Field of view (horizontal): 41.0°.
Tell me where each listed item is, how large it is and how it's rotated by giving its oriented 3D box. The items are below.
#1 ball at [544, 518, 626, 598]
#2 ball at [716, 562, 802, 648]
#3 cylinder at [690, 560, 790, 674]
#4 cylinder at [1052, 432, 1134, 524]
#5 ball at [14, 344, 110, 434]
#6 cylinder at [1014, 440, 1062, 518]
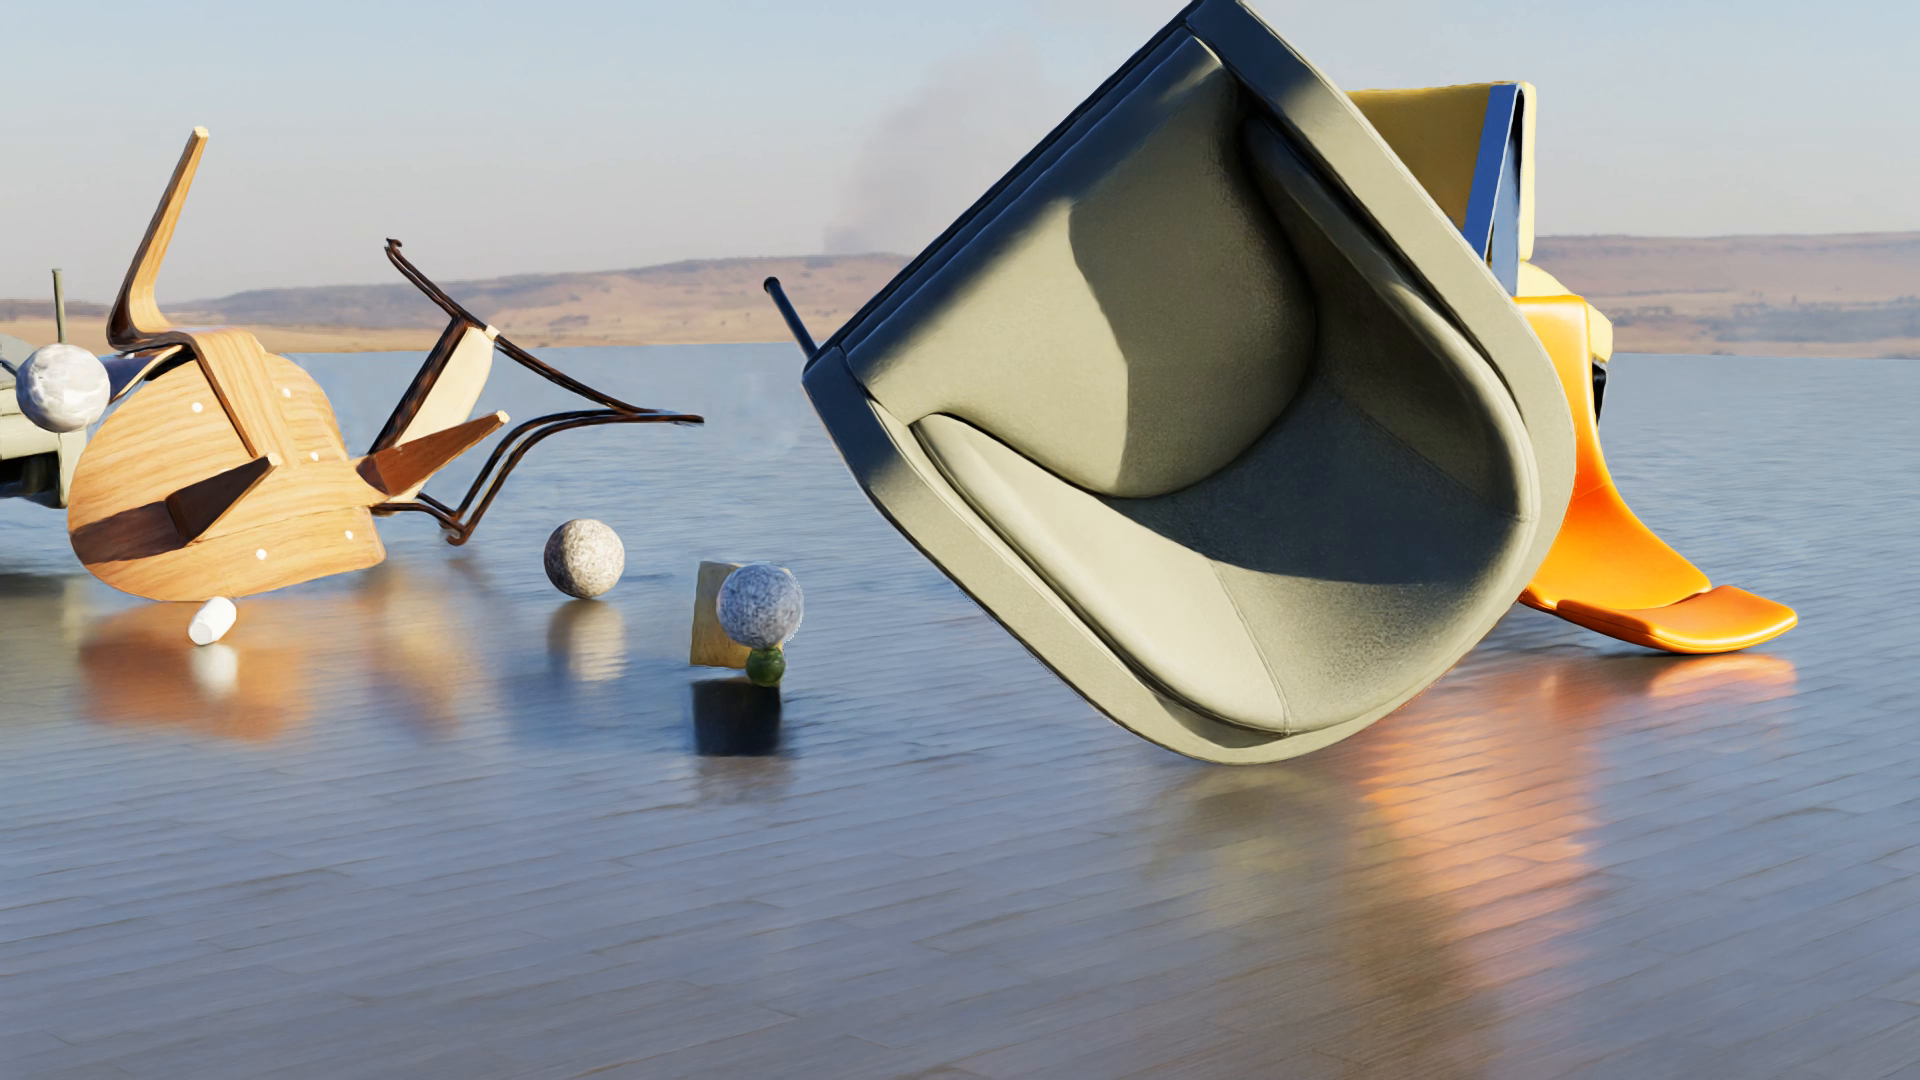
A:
[{"bbox_3d":[-0.768,0.037,5.245,0.165,0.165,0.165,0,6,0],"label":"ball"},{"bbox_3d":[-0.321,0.105,4.097,0.137,0.137,0.137,0,6,0],"label":"ball"},{"bbox_3d":[-0.363,0.127,4.239,0.148,0.180,0.128,6,21,-3],"label":"cylinder"},{"bbox_3d":[0.355,-0.163,6.792,0.133,0.230,0.221,-6,2,28],"label":"cylinder"},{"bbox_3d":[-1.766,-0.298,5.049,0.177,0.177,0.177,0,6,0],"label":"ball"},{"bbox_3d":[0.248,-0.164,6.955,0.105,0.184,0.235,34,7,20],"label":"cylinder"}]
